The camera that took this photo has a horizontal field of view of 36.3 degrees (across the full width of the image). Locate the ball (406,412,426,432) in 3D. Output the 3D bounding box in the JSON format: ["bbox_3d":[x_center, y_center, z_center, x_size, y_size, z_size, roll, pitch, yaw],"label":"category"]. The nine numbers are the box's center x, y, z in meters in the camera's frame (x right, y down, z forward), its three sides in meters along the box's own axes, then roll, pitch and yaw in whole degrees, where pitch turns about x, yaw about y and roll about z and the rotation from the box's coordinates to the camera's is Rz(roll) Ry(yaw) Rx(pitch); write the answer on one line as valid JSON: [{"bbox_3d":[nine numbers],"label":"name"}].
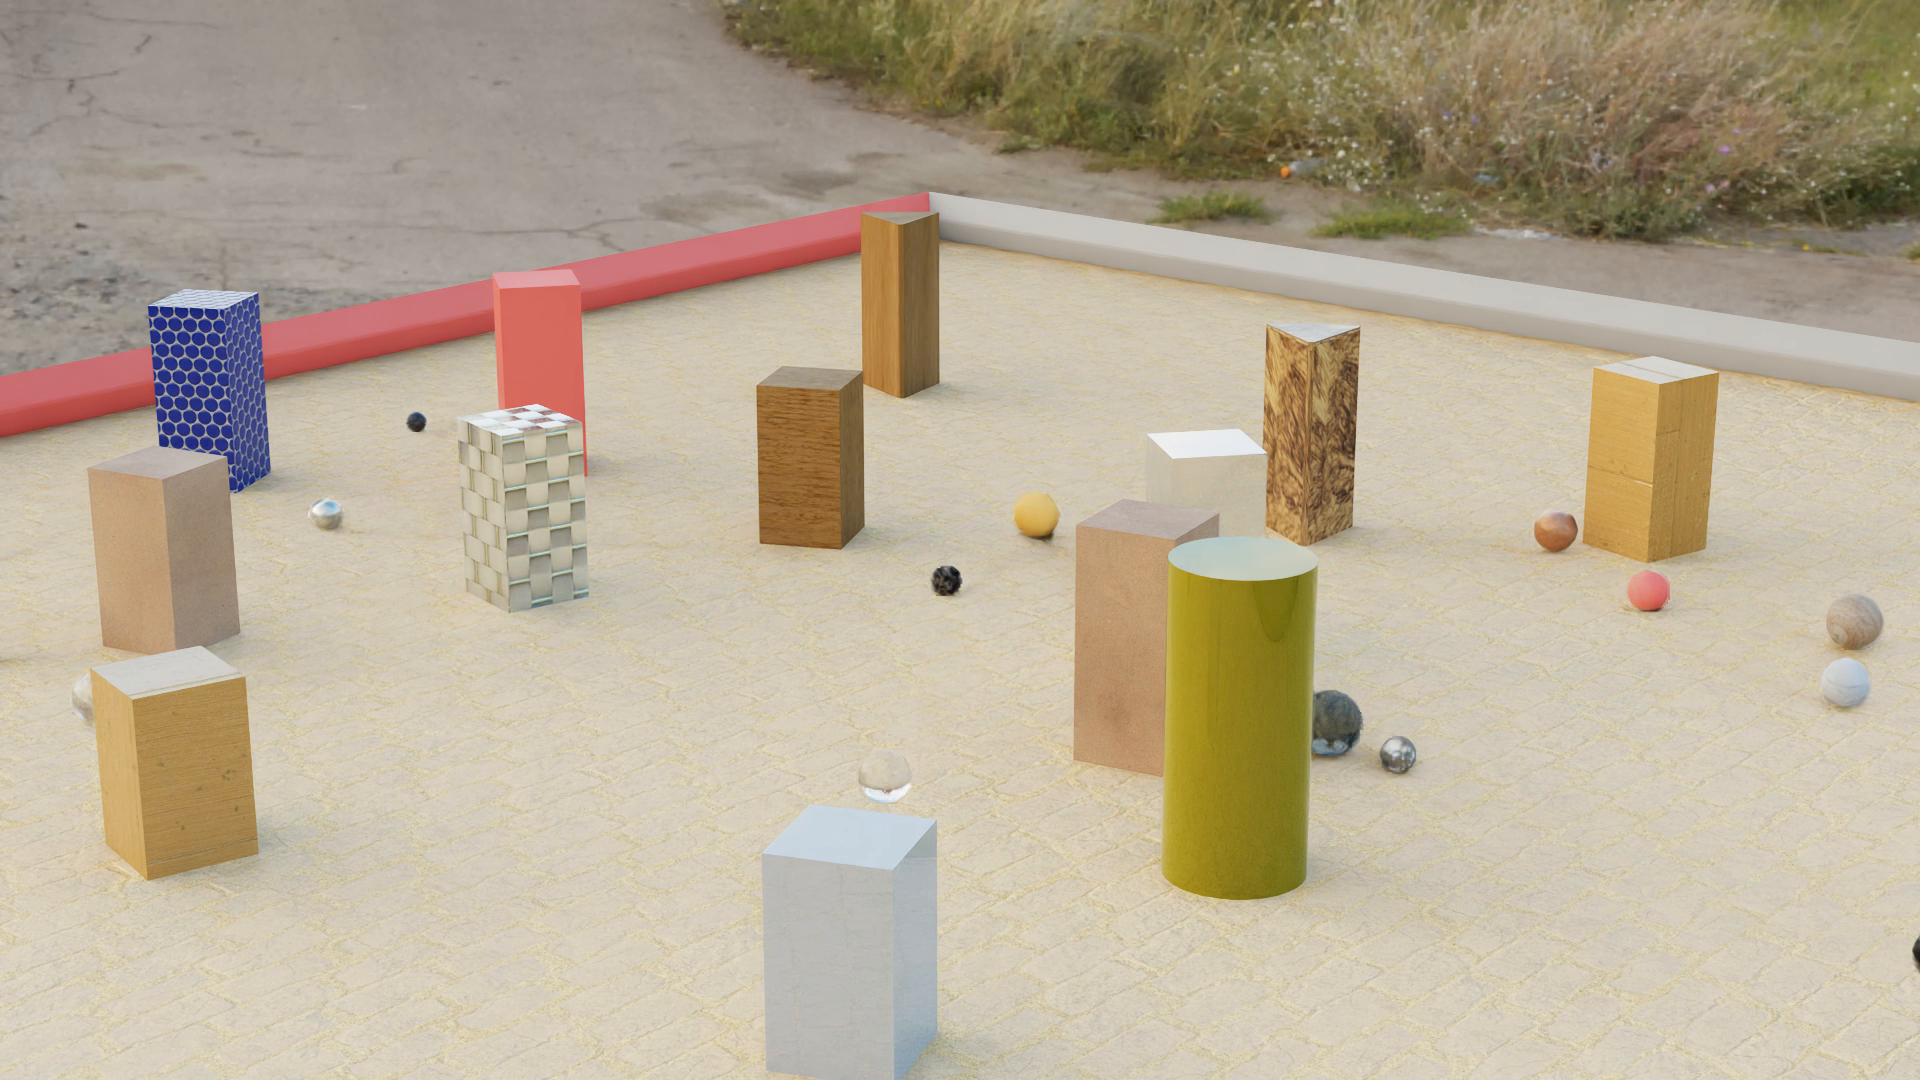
[{"bbox_3d":[-1.151,-0.250,6.208,0.043,0.043,0.043,0,17,0],"label":"ball"}]

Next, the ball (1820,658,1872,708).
[{"bbox_3d":[1.384,0.223,4.580,0.076,0.076,0.076,0,17,0],"label":"ball"}]

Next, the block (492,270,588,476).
[{"bbox_3d":[-0.841,-0.331,5.873,0.157,0.391,0.157,-4,17,-13],"label":"block"}]

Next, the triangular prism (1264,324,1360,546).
[{"bbox_3d":[0.630,-0.206,5.464,0.148,0.386,0.170,13,21,36],"label":"triangular prism"}]

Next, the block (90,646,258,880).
[{"bbox_3d":[-1.072,0.302,4.002,0.157,0.258,0.157,-12,20,-34],"label":"block"}]

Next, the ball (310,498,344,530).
[{"bbox_3d":[-1.188,-0.048,5.505,0.060,0.060,0.060,0,17,0],"label":"ball"}]

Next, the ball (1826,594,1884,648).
[{"bbox_3d":[1.479,0.134,4.847,0.092,0.092,0.092,0,17,0],"label":"ball"}]

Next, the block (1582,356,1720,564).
[{"bbox_3d":[1.263,-0.149,5.366,0.157,0.334,0.157,-11,20,-33],"label":"block"}]

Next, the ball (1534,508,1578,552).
[{"bbox_3d":[1.092,-0.019,5.376,0.079,0.079,0.079,0,17,0],"label":"ball"}]

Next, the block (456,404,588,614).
[{"bbox_3d":[-0.759,-0.056,5.093,0.157,0.315,0.157,-12,21,-35],"label":"block"}]

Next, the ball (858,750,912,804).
[{"bbox_3d":[-0.107,0.338,4.196,0.077,0.077,0.077,0,17,0],"label":"ball"}]

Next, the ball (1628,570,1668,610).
[{"bbox_3d":[1.183,0.087,5.042,0.069,0.069,0.069,0,17,0],"label":"ball"}]

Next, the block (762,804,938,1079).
[{"bbox_3d":[-0.126,0.471,3.415,0.157,0.273,0.157,5,18,17],"label":"block"}]

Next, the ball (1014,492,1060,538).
[{"bbox_3d":[0.143,-0.047,5.459,0.085,0.085,0.085,0,17,0],"label":"ball"}]

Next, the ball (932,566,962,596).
[{"bbox_3d":[-0.024,0.071,5.123,0.054,0.054,0.054,0,17,0],"label":"ball"}]

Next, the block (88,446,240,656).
[{"bbox_3d":[-1.316,0.019,4.855,0.157,0.307,0.157,8,19,25],"label":"block"}]

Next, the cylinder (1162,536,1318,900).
[{"bbox_3d":[0.371,0.235,3.904,0.197,0.442,0.197,0,17,0],"label":"cylinder"}]

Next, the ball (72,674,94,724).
[{"bbox_3d":[-1.323,0.244,4.504,0.081,0.081,0.081,0,17,0],"label":"ball"}]

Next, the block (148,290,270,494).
[{"bbox_3d":[-1.480,-0.295,5.793,0.157,0.368,0.157,3,17,11],"label":"block"}]

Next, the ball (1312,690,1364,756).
[{"bbox_3d":[0.552,0.273,4.375,0.098,0.098,0.098,0,17,0],"label":"ball"}]

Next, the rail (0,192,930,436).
[{"bbox_3d":[-1.665,-0.385,6.504,0.045,0.128,4.865,14,22,39],"label":"rail"}]

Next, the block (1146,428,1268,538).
[{"bbox_3d":[0.399,0.013,4.796,0.157,0.353,0.157,-3,17,-11],"label":"block"}]

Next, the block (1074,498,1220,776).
[{"bbox_3d":[0.275,0.144,4.342,0.157,0.365,0.157,9,19,27],"label":"block"}]

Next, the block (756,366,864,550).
[{"bbox_3d":[-0.276,-0.154,5.440,0.157,0.301,0.157,4,17,14],"label":"block"}]

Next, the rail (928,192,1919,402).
[{"bbox_3d":[1.579,-0.493,6.861,4.458,0.128,0.045,14,22,39],"label":"rail"}]

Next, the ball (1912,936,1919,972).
[{"bbox_3d":[1.215,0.513,3.621,0.075,0.075,0.075,0,17,0],"label":"ball"}]

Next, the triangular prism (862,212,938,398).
[{"bbox_3d":[-0.111,-0.532,6.540,0.148,0.390,0.170,-10,20,-30],"label":"triangular prism"}]

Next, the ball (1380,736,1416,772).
[{"bbox_3d":[0.645,0.315,4.314,0.053,0.053,0.053,0,17,0],"label":"ball"}]
